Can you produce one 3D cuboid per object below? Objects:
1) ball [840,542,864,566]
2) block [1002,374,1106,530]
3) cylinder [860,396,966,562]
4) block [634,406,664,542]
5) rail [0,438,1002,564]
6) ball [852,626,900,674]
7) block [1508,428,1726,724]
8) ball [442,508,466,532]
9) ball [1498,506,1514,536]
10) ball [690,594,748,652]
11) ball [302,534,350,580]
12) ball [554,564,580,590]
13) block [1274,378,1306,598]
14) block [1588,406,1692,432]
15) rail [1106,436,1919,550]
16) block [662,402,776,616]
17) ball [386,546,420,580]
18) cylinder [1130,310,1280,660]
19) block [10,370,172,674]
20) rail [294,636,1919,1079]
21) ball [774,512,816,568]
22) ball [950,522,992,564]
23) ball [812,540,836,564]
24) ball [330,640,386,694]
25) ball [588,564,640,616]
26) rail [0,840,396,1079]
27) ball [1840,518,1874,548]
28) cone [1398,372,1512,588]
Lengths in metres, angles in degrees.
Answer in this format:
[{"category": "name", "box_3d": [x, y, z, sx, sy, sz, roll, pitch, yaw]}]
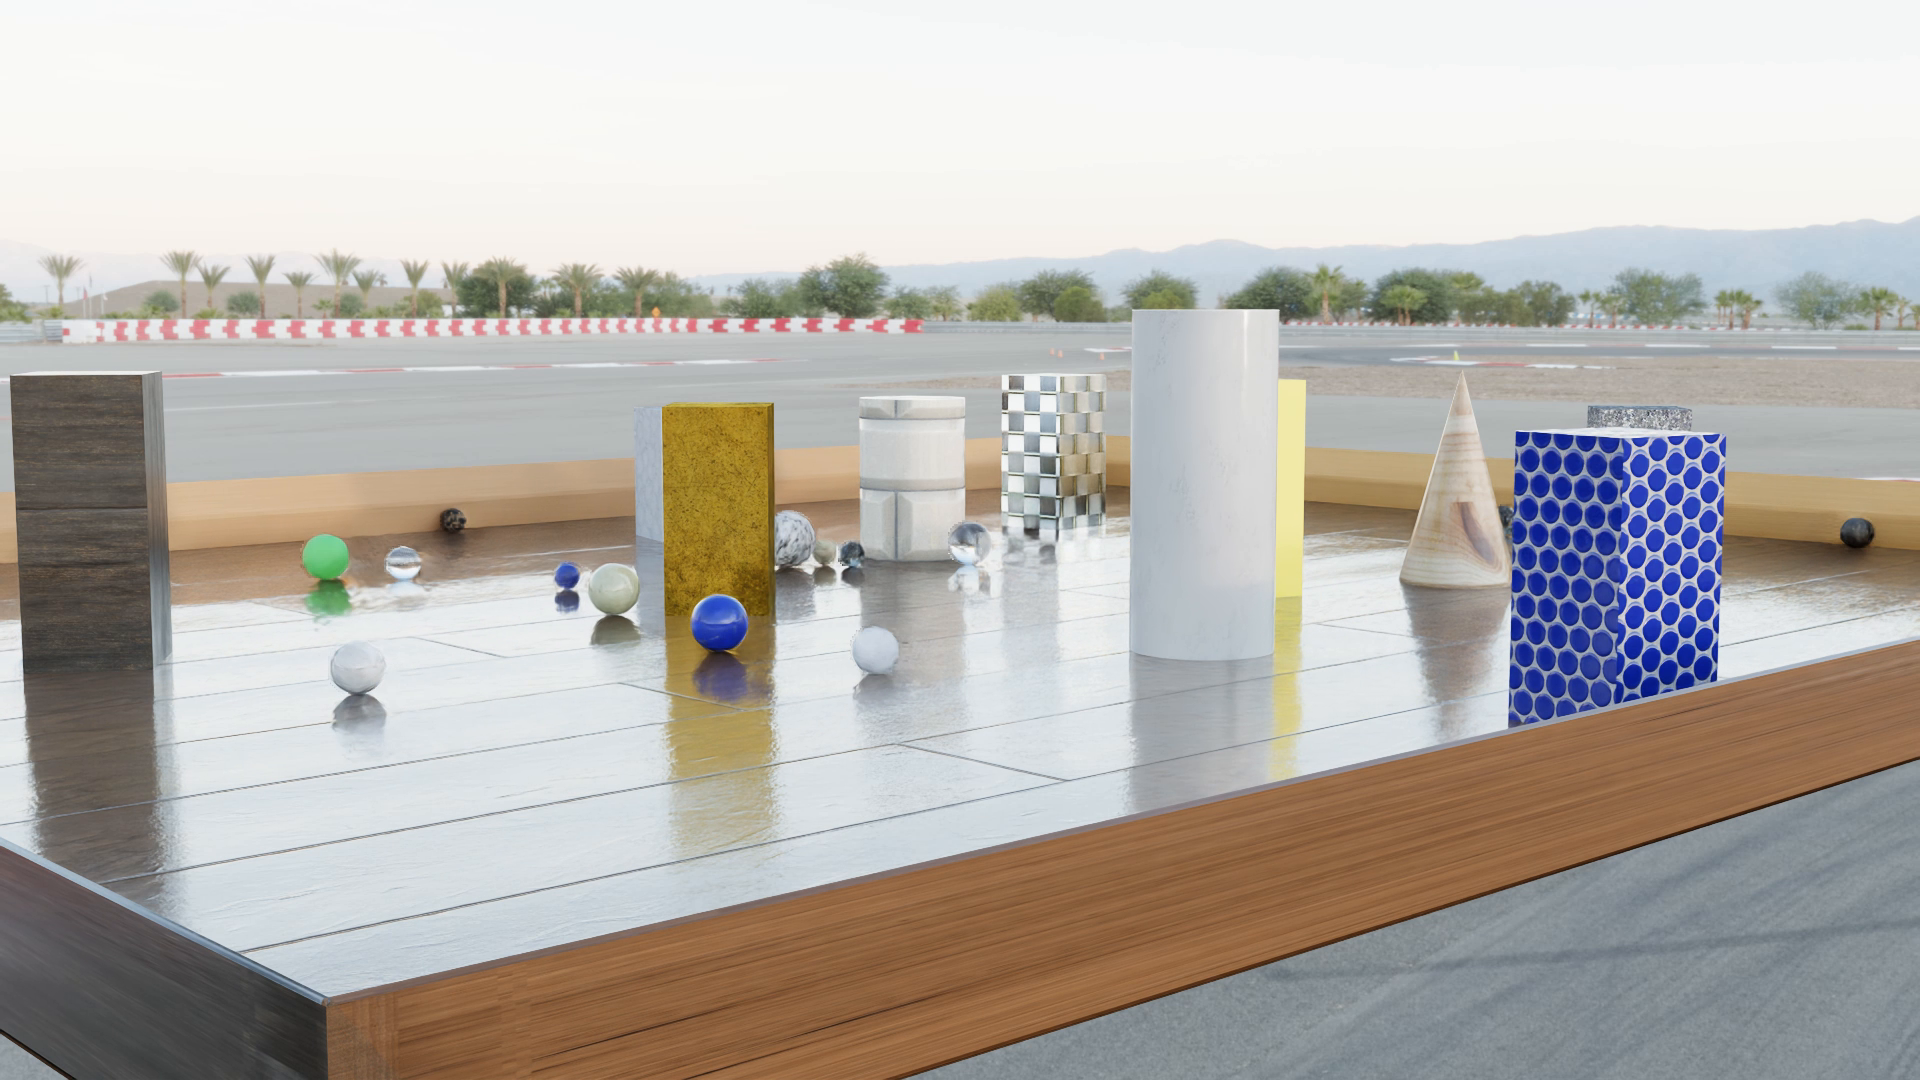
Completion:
[{"category": "ball", "box_3d": [-0.186, 0.024, 3.793, 0.043, 0.043, 0.043, 0, 6, 0]}, {"category": "block", "box_3d": [0.192, -0.183, 4.498, 0.151, 0.308, 0.151, 5, 8, 41]}, {"category": "cylinder", "box_3d": [-0.085, -0.113, 3.947, 0.189, 0.284, 0.189, 0, 6, 0]}, {"category": "block", "box_3d": [-0.535, -0.132, 4.280, 0.151, 0.251, 0.151, -3, 7, -28]}, {"category": "rail", "box_3d": [-1.004, -0.082, 4.414, 3.576, 0.123, 0.045, -6, 8, -42]}, {"category": "ball", "box_3d": [-0.103, 0.134, 2.681, 0.058, 0.058, 0.058, 0, 6, 0]}, {"category": "block", "box_3d": [0.699, 0.041, 2.347, 0.151, 0.313, 0.151, -4, 7, -30]}, {"category": "ball", "box_3d": [-1.008, -0.039, 4.379, 0.047, 0.047, 0.047, 0, 6, 0]}, {"category": "ball", "box_3d": [1.066, -0.038, 4.316, 0.057, 0.057, 0.057, 0, 6, 0]}, {"category": "ball", "box_3d": [-0.312, 0.108, 2.853, 0.075, 0.075, 0.075, 0, 6, 0]}, {"category": "ball", "box_3d": [-1.041, 0.028, 3.609, 0.075, 0.075, 0.075, 0, 6, 0]}, {"category": "ball", "box_3d": [-0.623, 0.058, 3.487, 0.041, 0.041, 0.041, 0, 6, 0]}, {"category": "block", "box_3d": [0.429, -0.083, 3.427, 0.151, 0.334, 0.151, -3, 7, -27]}, {"category": "block", "box_3d": [1.175, -0.094, 3.821, 0.151, 0.272, 0.151, 1, 6, 8]}, {"category": "rail", "box_3d": [1.297, -0.094, 4.522, 0.045, 0.123, 3.008, -6, 8, -42]}, {"category": "block", "box_3d": [-0.354, -0.049, 3.251, 0.151, 0.302, 0.151, 0, 6, -1]}, {"category": "ball", "box_3d": [-0.912, 0.038, 3.605, 0.055, 0.055, 0.055, 0, 6, 0]}, {"category": "cylinder", "box_3d": [0.316, -0.077, 2.856, 0.189, 0.442, 0.189, 0, 6, 0]}, {"category": "block", "box_3d": [-1.084, -0.027, 2.753, 0.151, 0.364, 0.151, -1, 6, -11]}, {"category": "rail", "box_3d": [1.004, 0.146, 2.250, 3.576, 0.123, 0.045, -6, 8, -42]}, {"category": "ball", "box_3d": [-0.295, 0.000, 3.779, 0.095, 0.095, 0.095, 0, 6, 0]}, {"category": "ball", "box_3d": [0.018, 0.006, 3.826, 0.073, 0.073, 0.073, 0, 6, 0]}, {"category": "ball", "box_3d": [-0.236, 0.021, 3.819, 0.044, 0.044, 0.044, 0, 6, 0]}, {"category": "ball", "box_3d": [-0.696, 0.147, 2.542, 0.063, 0.063, 0.063, 0, 6, 0]}, {"category": "ball", "box_3d": [-0.502, 0.071, 3.193, 0.076, 0.076, 0.076, 0, 6, 0]}, {"category": "rail", "box_3d": [-1.297, 0.158, 2.142, 0.045, 0.123, 3.008, -6, 8, -42]}, {"category": "ball", "box_3d": [1.663, -0.013, 4.077, 0.058, 0.058, 0.058, 0, 6, 0]}, {"category": "cone", "box_3d": [0.812, -0.105, 3.572, 0.189, 0.346, 0.189, 0, 6, 0]}]
